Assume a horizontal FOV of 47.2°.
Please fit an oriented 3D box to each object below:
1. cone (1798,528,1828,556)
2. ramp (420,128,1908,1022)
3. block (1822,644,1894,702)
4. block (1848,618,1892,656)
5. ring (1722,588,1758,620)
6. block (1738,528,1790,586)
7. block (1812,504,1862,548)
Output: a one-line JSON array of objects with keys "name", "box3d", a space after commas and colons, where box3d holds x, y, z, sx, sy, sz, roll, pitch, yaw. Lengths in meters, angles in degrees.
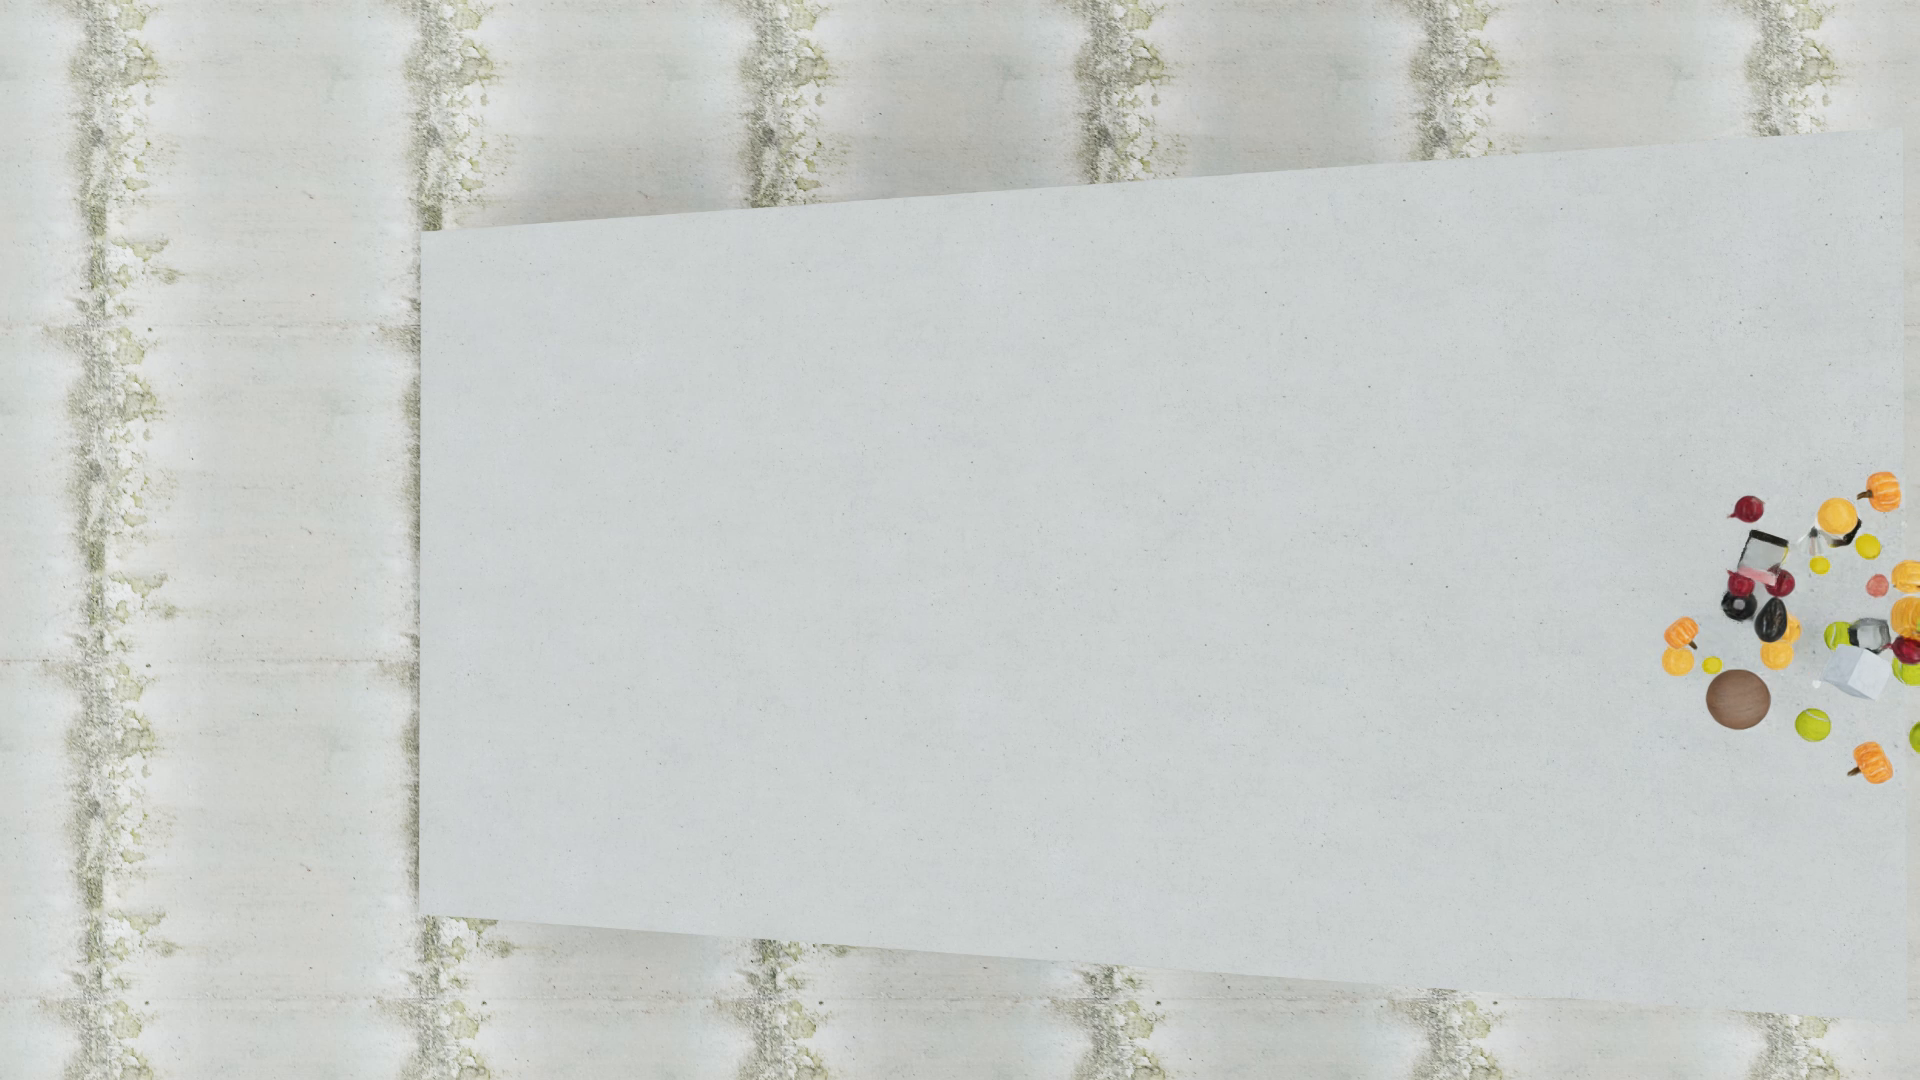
[{"name": "cone", "box3d": [1.671, -0.009, 4.305, 0.055, 0.055, 0.055, -9, 47, 10]}, {"name": "ramp", "box3d": [0.283, 0.086, 5.724, 4.000, 0.100, 2.000, 0, 89, 23]}, {"name": "block", "box3d": [1.870, 0.275, 4.581, 0.083, 0.083, 0.083, 29, 86, -16]}, {"name": "block", "box3d": [2.011, 0.214, 4.863, 0.061, 0.061, 0.061, -27, 107, -33]}, {"name": "ring", "box3d": [1.783, 0.147, 5.031, 0.077, 0.026, 0.077, 0, 89, 22]}, {"name": "block", "box3d": [1.631, 0.036, 4.466, 0.076, 0.076, 0.076, 21, 76, 24]}, {"name": "block", "box3d": [1.913, -0.030, 4.804, 0.064, 0.064, 0.064, 37, 77, -12]}]
